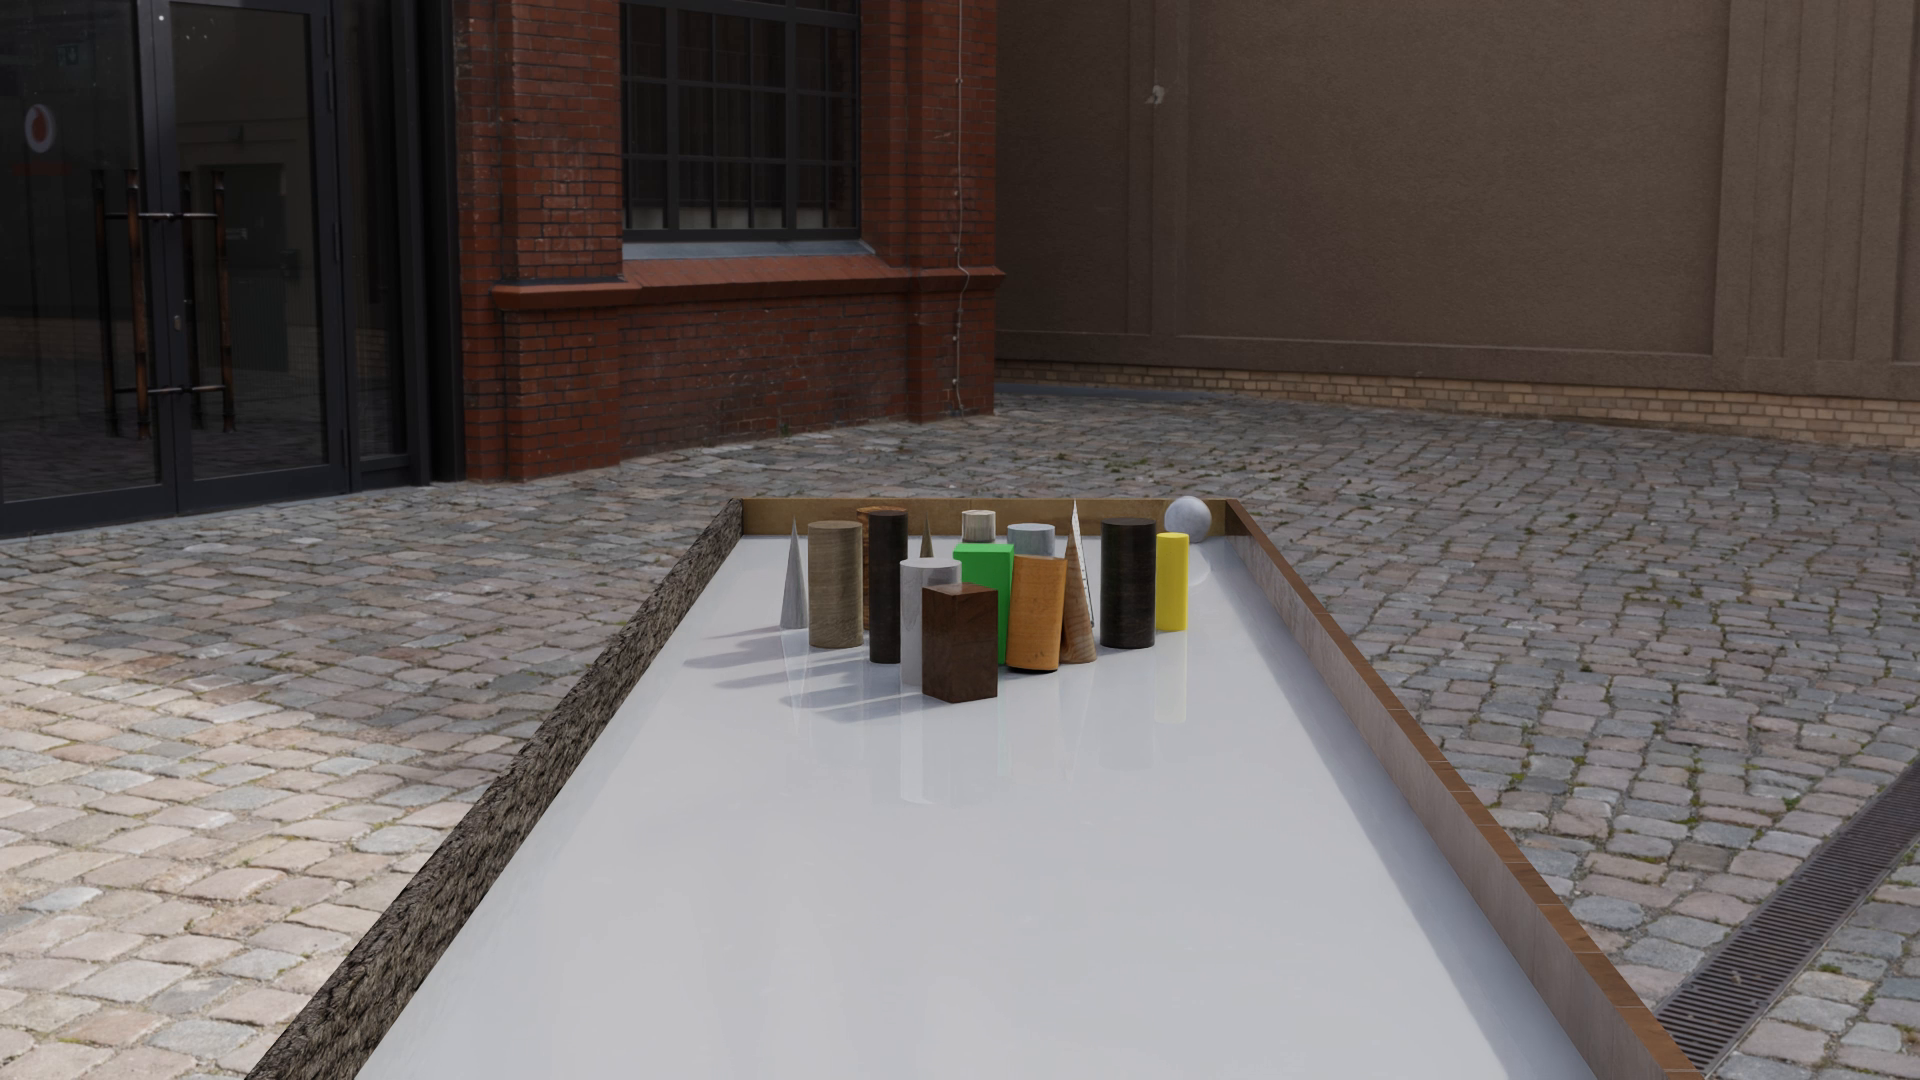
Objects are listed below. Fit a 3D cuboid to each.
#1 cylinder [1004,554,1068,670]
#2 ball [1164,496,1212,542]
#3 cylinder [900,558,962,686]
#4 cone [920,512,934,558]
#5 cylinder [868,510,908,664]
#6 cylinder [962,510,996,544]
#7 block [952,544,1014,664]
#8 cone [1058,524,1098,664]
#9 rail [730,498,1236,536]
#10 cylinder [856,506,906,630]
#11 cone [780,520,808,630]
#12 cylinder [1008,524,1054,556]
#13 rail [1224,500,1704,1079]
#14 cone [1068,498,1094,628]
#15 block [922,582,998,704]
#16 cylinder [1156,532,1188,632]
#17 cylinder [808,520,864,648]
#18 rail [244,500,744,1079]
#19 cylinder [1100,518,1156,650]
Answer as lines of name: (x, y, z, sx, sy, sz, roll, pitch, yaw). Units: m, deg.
cylinder: (0.227, 0.214, 6.559, 0.161, 0.327, 0.161, 5, 4, 0)
ball: (0.926, -0.083, 8.925, 0.191, 0.191, 0.191, 0, 9, 0)
cylinder: (-0.085, 0.237, 6.399, 0.180, 0.348, 0.180, 0, 9, 0)
cone: (-0.104, 0.114, 6.909, 0.124, 0.432, 0.124, 0, 9, 0)
cylinder: (-0.217, 0.142, 6.670, 0.119, 0.452, 0.119, 0, 9, 0)
cylinder: (0.061, 0.095, 7.209, 0.109, 0.375, 0.109, 0, 9, 0)
block: (0.072, 0.193, 6.693, 0.172, 0.342, 0.172, 1, 8, 5)
cone: (0.338, 0.152, 6.691, 0.164, 0.425, 0.164, 0, 9, 0)
rail: (0.099, -0.098, 9.147, 2.100, 0.150, 0.050, 0, 9, 1)
cylinder: (-0.256, 0.092, 7.196, 0.162, 0.386, 0.162, 0, 9, 0)
cone: (-0.540, 0.100, 7.197, 0.106, 0.370, 0.106, 0, 9, 0)
cylinder: (0.223, 0.141, 6.935, 0.150, 0.370, 0.150, 0, 9, 0)
rail: (1.046, 0.843, 3.208, 0.050, 0.150, 12.000, 0, 9, 1)
cone: (0.375, 0.072, 7.200, 0.139, 0.423, 0.139, 0, 9, 0)
block: (0.000, 0.288, 6.209, 0.155, 0.307, 0.155, -6, 11, -33)
cylinder: (0.691, 0.136, 7.167, 0.104, 0.308, 0.104, 0, 9, 0)
cylinder: (-0.391, 0.139, 6.919, 0.173, 0.380, 0.173, 0, 9, 0)
rail: (-1.004, 0.839, 3.234, 0.050, 0.150, 12.000, 0, 9, 1)
cylinder: (0.528, 0.134, 6.913, 0.173, 0.391, 0.173, 0, 9, 0)
